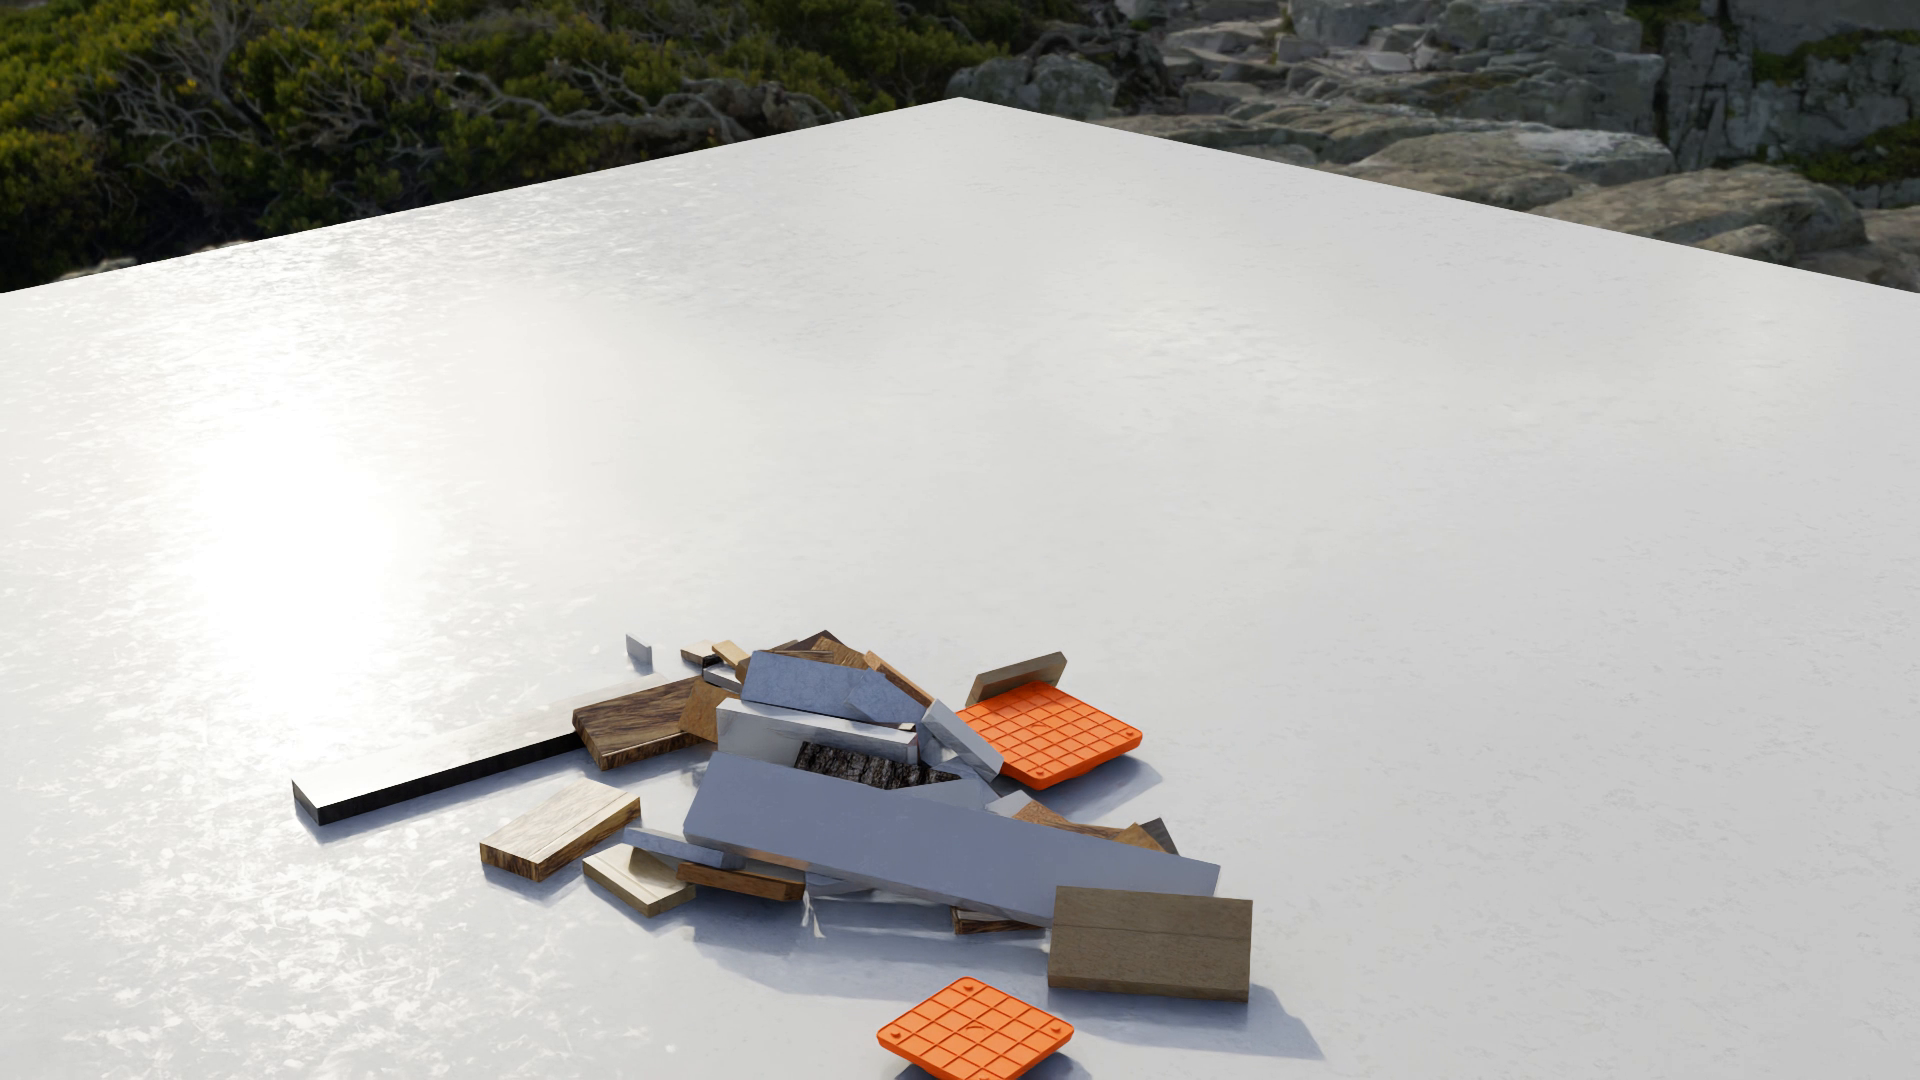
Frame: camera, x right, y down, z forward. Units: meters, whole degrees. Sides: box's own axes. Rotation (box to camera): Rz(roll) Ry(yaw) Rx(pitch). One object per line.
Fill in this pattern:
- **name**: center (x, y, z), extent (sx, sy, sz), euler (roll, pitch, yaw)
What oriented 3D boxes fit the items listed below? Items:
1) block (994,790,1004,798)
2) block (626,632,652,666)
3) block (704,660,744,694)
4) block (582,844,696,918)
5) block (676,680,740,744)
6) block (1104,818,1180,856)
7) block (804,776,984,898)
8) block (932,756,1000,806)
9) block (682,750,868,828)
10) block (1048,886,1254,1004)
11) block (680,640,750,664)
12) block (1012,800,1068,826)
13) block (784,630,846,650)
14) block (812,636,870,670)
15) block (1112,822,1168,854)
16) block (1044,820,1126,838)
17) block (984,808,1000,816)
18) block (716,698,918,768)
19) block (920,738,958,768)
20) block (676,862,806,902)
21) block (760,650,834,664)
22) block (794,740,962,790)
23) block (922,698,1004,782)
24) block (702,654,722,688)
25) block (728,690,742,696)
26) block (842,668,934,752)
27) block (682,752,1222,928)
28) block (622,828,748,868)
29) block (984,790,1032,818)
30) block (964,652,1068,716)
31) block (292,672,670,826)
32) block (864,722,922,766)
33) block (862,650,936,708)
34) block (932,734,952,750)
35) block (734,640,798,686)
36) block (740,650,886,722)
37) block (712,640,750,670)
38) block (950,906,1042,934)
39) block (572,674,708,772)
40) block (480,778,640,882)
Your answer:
- **block**: center (0.027, 0.520, 4.460), extent (0.149, 0.021, 0.075), euler (31, 37, 27)
- **block**: center (-0.745, 0.252, 5.106), extent (0.013, 0.047, 0.094), euler (-17, 29, -35)
- **block**: center (-0.473, 0.305, 4.863), extent (0.184, 0.026, 0.092), euler (16, 28, 42)
- **block**: center (-0.614, 0.646, 4.198), extent (0.108, 0.031, 0.217), euler (-20, 30, -39)
- **block**: center (-0.477, 0.385, 4.659), extent (0.221, 0.111, 0.031), euler (19, -8, 13)
- **block**: center (0.323, 0.593, 4.158), extent (0.168, 0.024, 0.084), euler (-18, 68, -20)
- **block**: center (-0.125, 0.566, 4.194), extent (0.351, 0.050, 0.176), euler (-8, 57, -2)
- **block**: center (0.023, 0.523, 4.391), extent (0.100, 0.028, 0.201), euler (-20, 54, -39)
- **block**: center (-0.357, 0.533, 4.326), extent (0.343, 0.049, 0.171), euler (10, 60, 22)
- **block**: center (0.339, 0.716, 3.903), extent (0.351, 0.050, 0.176), euler (3, 54, 7)
- **block**: center (-0.515, 0.282, 5.030), extent (0.075, 0.021, 0.311), euler (-20, 24, -40)
- **block**: center (0.198, 0.593, 4.241), extent (0.222, 0.031, 0.111), euler (30, 37, 23)
- **block**: center (-0.235, 0.324, 4.649), extent (0.325, 0.046, 0.162), euler (37, 41, 28)
- **block**: center (-0.244, 0.260, 4.674), extent (0.149, 0.021, 0.075), euler (22, 36, 10)
- **block**: center (0.361, 0.635, 4.081), extent (0.111, 0.031, 0.222), euler (-33, 59, -25)
- **block**: center (0.271, 0.596, 4.204), extent (0.222, 0.031, 0.111), euler (7, 34, -8)
- **block**: center (-0.030, 0.562, 4.322), extent (0.201, 0.028, 0.100), euler (12, 69, 26)
- **block**: center (-0.293, 0.444, 4.494), extent (0.426, 0.171, 0.049), euler (9, 24, 20)
- **block**: center (-0.055, 0.445, 4.518), extent (0.075, 0.021, 0.149), euler (-21, 39, -40)
- **block**: center (-0.412, 0.642, 4.137), extent (0.217, 0.031, 0.108), euler (9, -5, 16)
- **block**: center (-0.348, 0.270, 4.616), extent (0.160, 0.023, 0.080), euler (1, 52, 2)
- **block**: center (-0.178, 0.518, 4.346), extent (0.343, 0.049, 0.171), euler (10, 68, 22)
- **block**: center (0.007, 0.408, 4.481), extent (0.187, 0.027, 0.094), euler (42, 18, -3)
- **block**: center (-0.557, 0.298, 4.939), extent (0.047, 0.094, 0.013), euler (-16, 40, -33)
- **block**: center (-0.437, 0.366, 4.864), extent (0.092, 0.026, 0.184), euler (-17, 28, -35)
- **block**: center (-0.138, 0.353, 4.505), extent (0.187, 0.027, 0.094), euler (36, 57, -1)
- **block**: center (-0.022, 0.585, 4.100), extent (0.996, 0.050, 0.176), euler (11, 60, 14)
- **block**: center (-0.531, 0.595, 4.251), extent (0.217, 0.031, 0.108), euler (10, -4, 22)
- **block**: center (0.147, 0.573, 4.314), extent (0.100, 0.028, 0.201), euler (-19, 43, -38)
- **block**: center (0.124, 0.317, 4.868), extent (0.221, 0.111, 0.031), euler (-14, 54, -30)
- **block**: center (-0.981, 0.436, 4.678), extent (0.845, 0.043, 0.152), euler (-15, 27, -32)
- **block**: center (-0.267, 0.419, 4.516), extent (0.388, 0.094, 0.027), euler (0, 21, 23)
- **block**: center (-0.114, 0.309, 4.650), extent (0.205, 0.023, 0.080), euler (39, 2, -28)
- **block**: center (-0.026, 0.438, 4.597), extent (0.016, 0.110, 0.055), euler (-38, 34, -10)
- **block**: center (-0.321, 0.351, 4.739), extent (0.162, 0.046, 0.325), euler (-20, 50, -39)
- **block**: center (-0.304, 0.309, 4.557), extent (0.282, 0.031, 0.111), euler (10, 64, 6)
- **block**: center (-0.508, 0.256, 4.913), extent (0.047, 0.013, 0.094), euler (-20, 40, -37)
- **block**: center (0.070, 0.695, 4.092), extent (0.168, 0.024, 0.084), euler (-3, 23, -7)
- **block**: center (-0.661, 0.391, 4.722), extent (0.303, 0.043, 0.152), euler (-14, 46, -30)
- **block**: center (-0.790, 0.571, 4.360), extent (0.152, 0.043, 0.303), euler (14, 27, 29)
